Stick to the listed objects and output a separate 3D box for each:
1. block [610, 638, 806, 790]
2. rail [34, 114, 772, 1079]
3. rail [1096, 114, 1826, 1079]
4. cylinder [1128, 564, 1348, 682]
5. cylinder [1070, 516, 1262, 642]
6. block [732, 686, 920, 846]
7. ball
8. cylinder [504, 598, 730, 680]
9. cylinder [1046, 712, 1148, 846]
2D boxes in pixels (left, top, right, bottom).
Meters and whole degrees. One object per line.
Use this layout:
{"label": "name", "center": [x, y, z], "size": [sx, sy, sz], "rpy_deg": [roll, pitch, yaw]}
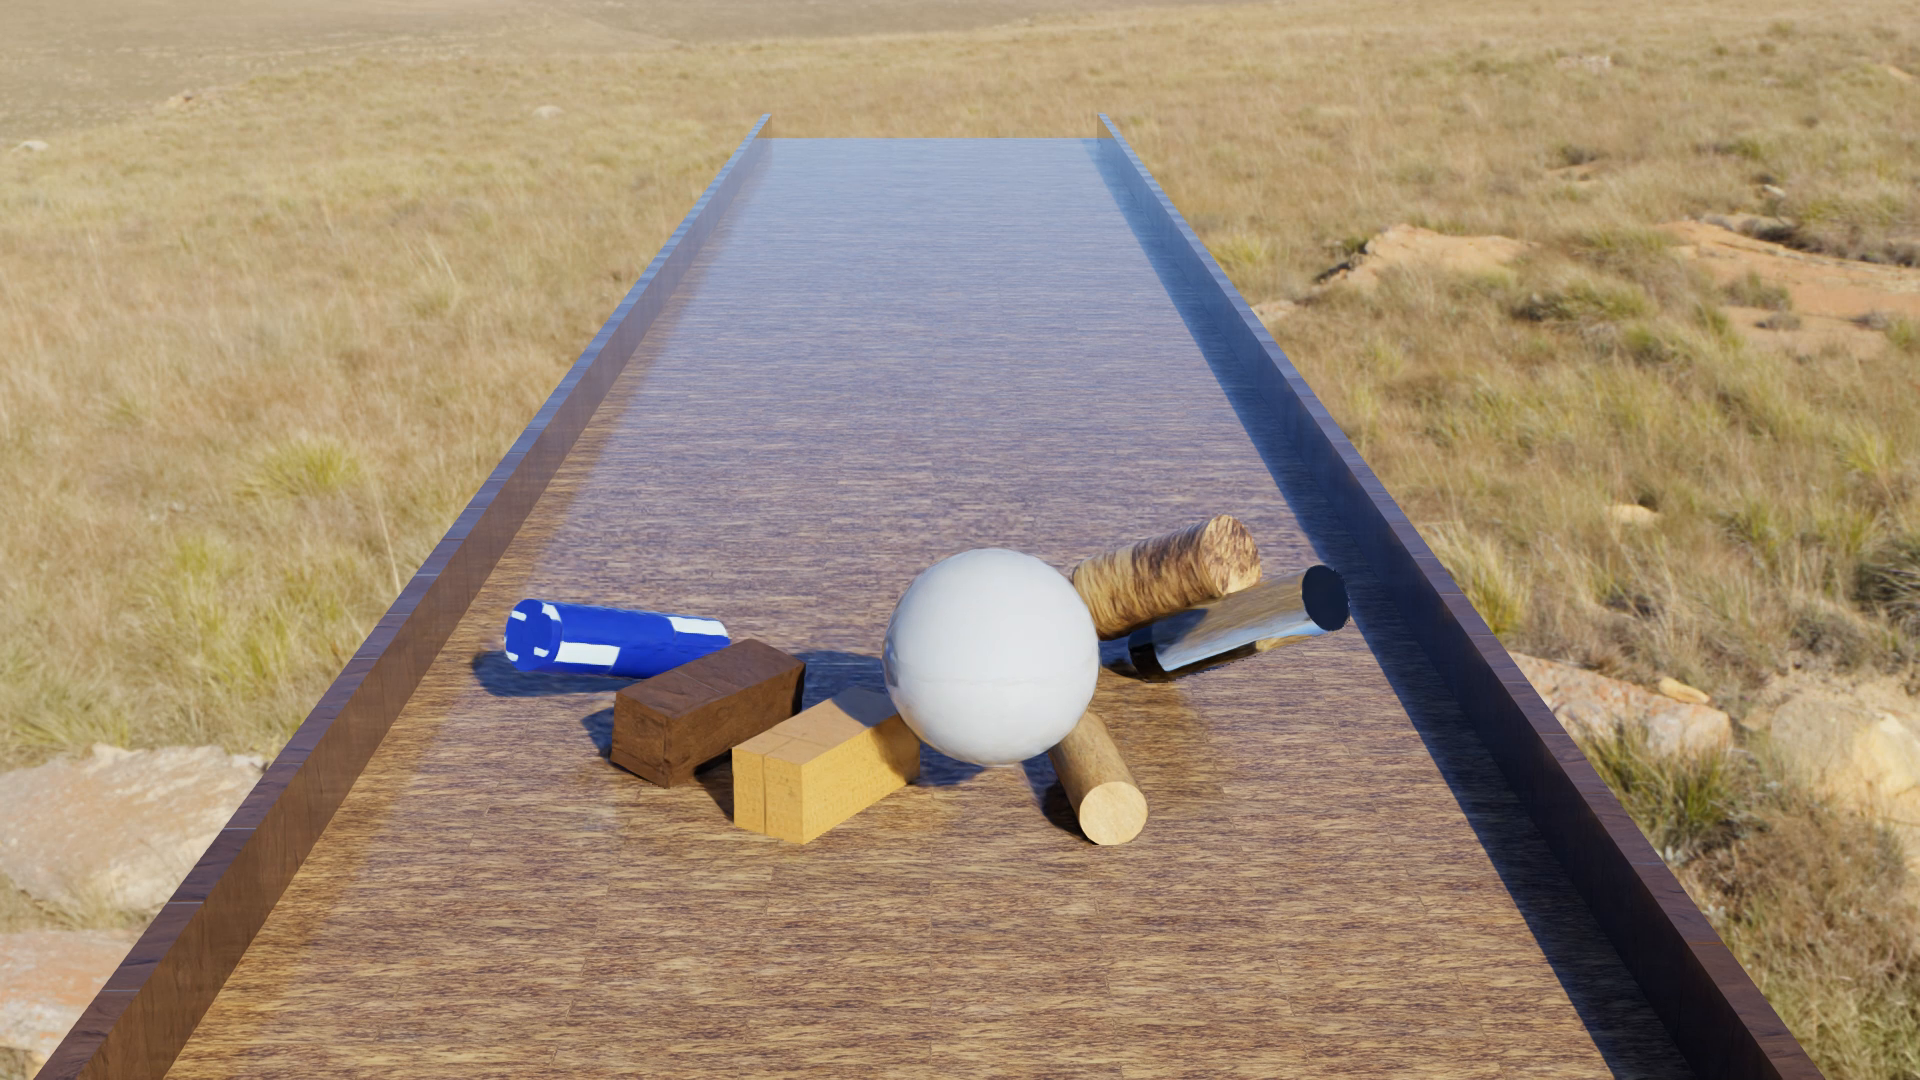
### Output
{"label": "block", "center": [-0.446, 0.305, 3.929], "size": [0.136, 0.136, 0.351], "rpy_deg": [22, 26, 31]}
{"label": "rail", "center": [-1.118, -0.838, 7.780], "size": [0.050, 0.150, 12.000], "rpy_deg": [0, 17, -1]}
{"label": "rail", "center": [0.932, -0.844, 7.801], "size": [0.050, 0.150, 12.000], "rpy_deg": [0, 17, -1]}
{"label": "cylinder", "center": [0.517, 0.161, 4.131], "size": [0.124, 0.124, 0.456], "rpy_deg": [-15, -4, -42]}
{"label": "cylinder", "center": [0.404, 0.078, 4.351], "size": [0.345, 0.176, 0.176], "rpy_deg": [-19, 0, 42]}
{"label": "block", "center": [-0.221, 0.376, 3.716], "size": [0.140, 0.140, 0.343], "rpy_deg": [10, 19, 31]}
{"label": "ball", "center": [0.050, 0.190, 3.576], "size": [0.354, 0.354, 0.354], "rpy_deg": [0, 17, 0]}
{"label": "cylinder", "center": [-0.635, 0.193, 4.115], "size": [0.132, 0.132, 0.438], "rpy_deg": [15, 4, 40]}
{"label": "cylinder", "center": [0.226, 0.396, 3.698], "size": [0.112, 0.112, 0.321], "rpy_deg": [-2, 17, -7]}
